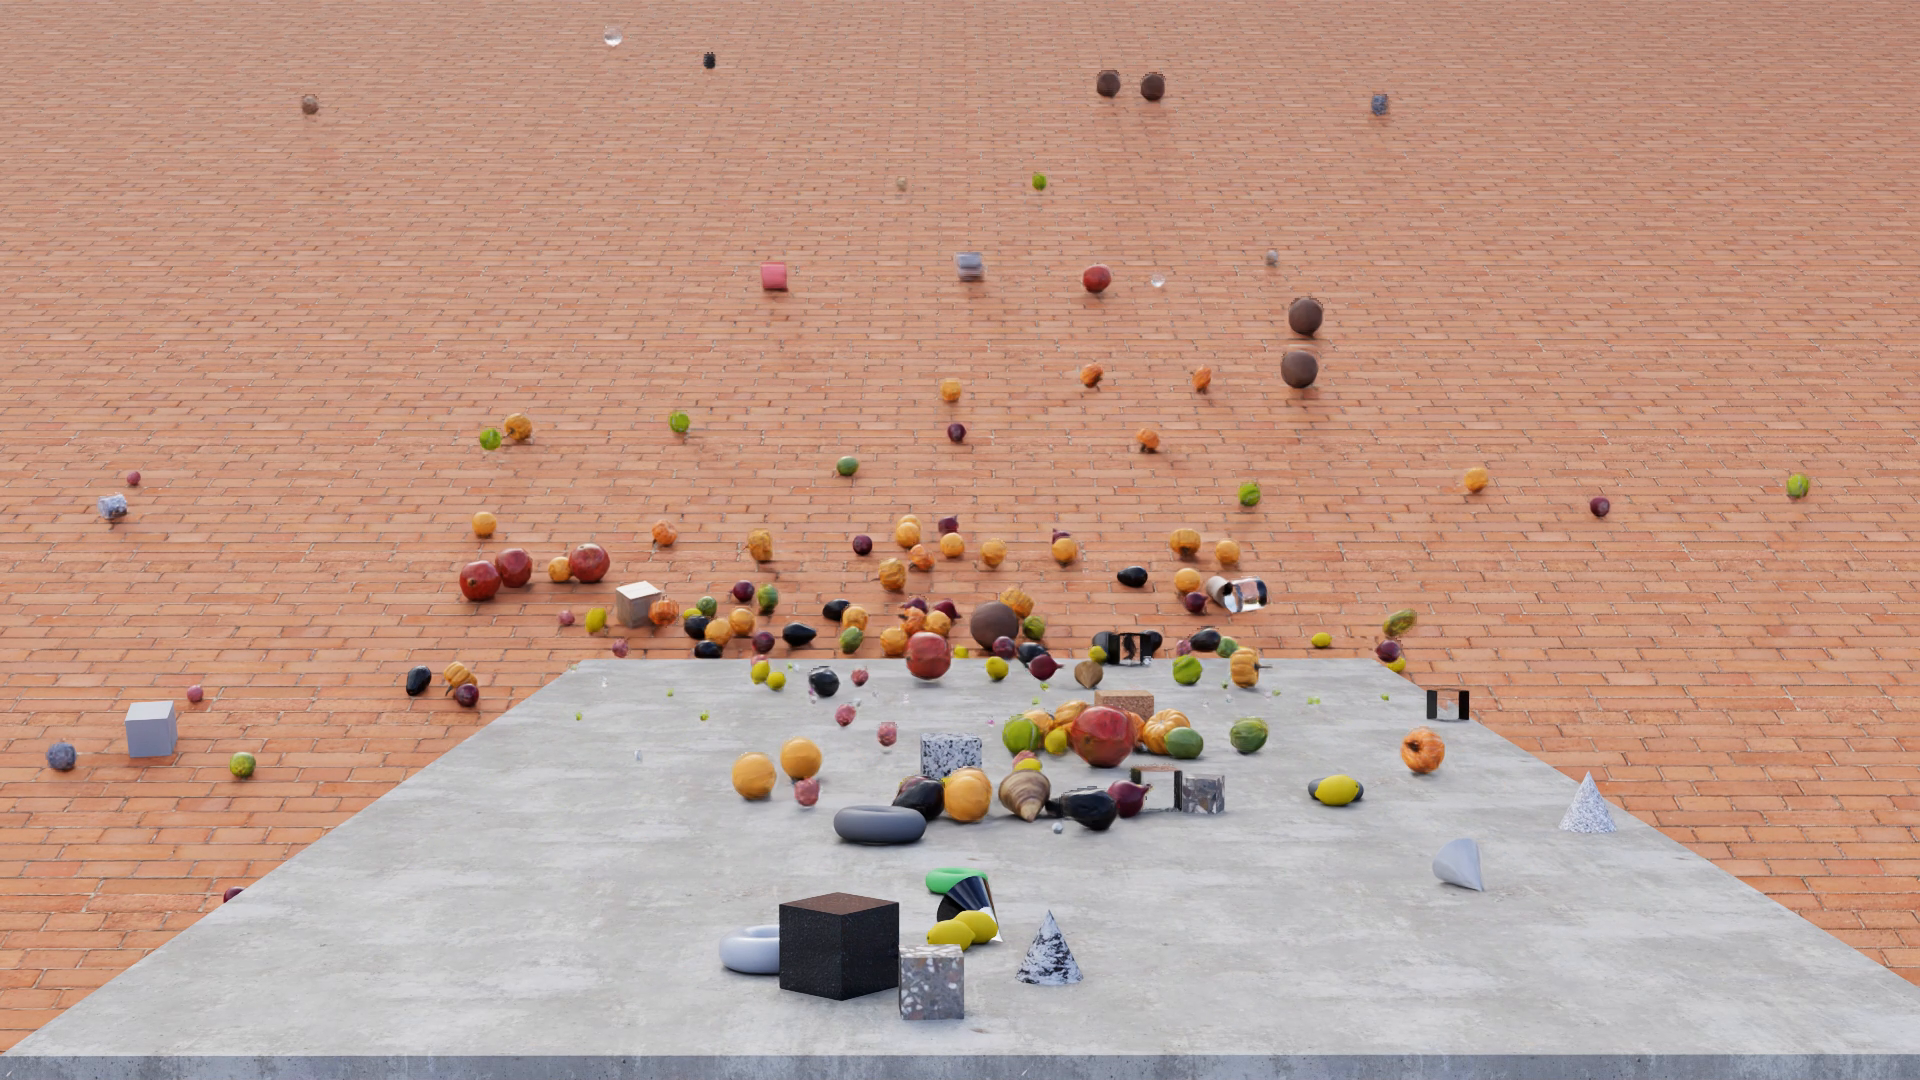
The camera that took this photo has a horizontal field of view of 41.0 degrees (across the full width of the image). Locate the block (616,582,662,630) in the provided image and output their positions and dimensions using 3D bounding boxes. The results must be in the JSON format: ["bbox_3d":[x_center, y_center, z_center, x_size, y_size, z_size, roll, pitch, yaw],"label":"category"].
[{"bbox_3d":[-0.871,0.177,6.976,0.090,0.090,0.090,-14,25,-31],"label":"block"}]

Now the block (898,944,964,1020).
[{"bbox_3d":[-0.031,0.466,2.710,0.065,0.065,0.065,0,3,-4],"label":"block"}]

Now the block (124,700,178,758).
[{"bbox_3d":[-1.966,0.460,6.251,0.100,0.100,0.100,-3,22,-7],"label":"block"}]

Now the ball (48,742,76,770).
[{"bbox_3d":[-2.149,0.517,6.153,0.066,0.066,0.066,0,22,0],"label":"ball"}]

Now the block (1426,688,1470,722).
[{"bbox_3d":[0.996,0.337,5.247,0.061,0.061,0.061,-2,4,-33],"label":"block"}]

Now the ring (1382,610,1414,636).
[{"bbox_3d":[1.170,0.222,6.868,0.093,0.093,0.031,-12,55,-27],"label":"ring"}]

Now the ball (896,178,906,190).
[{"bbox_3d":[-0.263,-1.589,11.478,0.052,0.052,0.052,0,22,0],"label":"ball"}]

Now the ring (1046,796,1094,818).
[{"bbox_3d":[0.171,0.418,4.021,0.077,0.026,0.077,-1,3,0],"label":"ring"}]

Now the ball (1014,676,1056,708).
[{"bbox_3d":[0.160,0.339,5.508,0.090,0.090,0.090,0,22,0],"label":"ball"}]

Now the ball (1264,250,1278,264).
[{"bbox_3d":[1.248,-1.134,10.326,0.056,0.056,0.056,0,22,0],"label":"ball"}]

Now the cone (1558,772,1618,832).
[{"bbox_3d":[0.952,0.393,3.895,0.088,0.088,0.088,0,3,0],"label":"cone"}]

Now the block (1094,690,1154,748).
[{"bbox_3d":[0.310,0.338,4.857,0.099,0.099,0.099,0,3,-5],"label":"block"}]

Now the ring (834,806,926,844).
[{"bbox_3d":[-0.118,0.419,3.796,0.137,0.046,0.137,2,0,0],"label":"ring"}]

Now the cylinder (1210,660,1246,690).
[{"bbox_3d":[0.608,0.322,5.847,0.076,0.076,0.076,5,22,-2],"label":"cylinder"}]

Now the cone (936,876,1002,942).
[{"bbox_3d":[0.027,0.460,3.098,0.080,0.080,0.080,-16,39,-34],"label":"cone"}]

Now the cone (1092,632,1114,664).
[{"bbox_3d":[0.359,0.287,6.431,0.086,0.086,0.086,7,32,18],"label":"cone"}]

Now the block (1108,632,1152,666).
[{"bbox_3d":[0.422,0.272,6.375,0.075,0.075,0.075,-3,4,-43],"label":"block"}]

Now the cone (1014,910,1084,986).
[{"bbox_3d":[0.100,0.451,2.876,0.077,0.077,0.077,0,3,0],"label":"cone"}]

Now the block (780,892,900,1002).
[{"bbox_3d":[-0.133,0.446,2.826,0.093,0.093,0.093,2,4,41],"label":"block"}]

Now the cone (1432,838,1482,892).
[{"bbox_3d":[0.676,0.446,3.414,0.072,0.072,0.072,-7,32,-17],"label":"cone"}]

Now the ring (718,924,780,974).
[{"bbox_3d":[-0.215,0.467,2.937,0.122,0.041,0.122,-1,2,0],"label":"ring"}]

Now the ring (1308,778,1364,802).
[{"bbox_3d":[0.613,0.407,4.192,0.091,0.030,0.091,1,2,0],"label":"ring"}]

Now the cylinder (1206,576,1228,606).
[{"bbox_3d":[0.722,0.140,7.104,0.065,0.065,0.065,-9,23,-21],"label":"cylinder"}]

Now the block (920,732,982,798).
[{"bbox_3d":[-0.015,0.372,4.240,0.096,0.096,0.096,0,3,-4],"label":"block"}]

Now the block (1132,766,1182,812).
[{"bbox_3d":[0.312,0.395,4.085,0.064,0.064,0.064,-1,3,-14],"label":"block"}]

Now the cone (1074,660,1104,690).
[{"bbox_3d":[0.292,0.321,5.844,0.068,0.068,0.068,1,30,4],"label":"cone"}]

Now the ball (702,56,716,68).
[{"bbox_3d":[-1.367,-2.606,14.015,0.071,0.071,0.071,0,22,0],"label":"ball"}]

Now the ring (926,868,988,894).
[{"bbox_3d":[-0.004,0.450,3.390,0.083,0.028,0.083,1,2,0],"label":"ring"}]

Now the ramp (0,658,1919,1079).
[{"bbox_3d":[0.050,0.455,4.532,2.000,0.100,4.000,0,3,0],"label":"ramp"}]

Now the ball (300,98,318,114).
[{"bbox_3d":[-3.270,-2.183,12.926,0.088,0.088,0.088,0,22,0],"label":"ball"}]

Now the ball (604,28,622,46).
[{"bbox_3d":[-1.974,-2.864,14.625,0.099,0.099,0.099,0,22,0],"label":"ball"}]

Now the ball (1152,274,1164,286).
[{"bbox_3d":[0.772,-1.016,10.036,0.050,0.050,0.050,0,22,0],"label":"ball"}]
